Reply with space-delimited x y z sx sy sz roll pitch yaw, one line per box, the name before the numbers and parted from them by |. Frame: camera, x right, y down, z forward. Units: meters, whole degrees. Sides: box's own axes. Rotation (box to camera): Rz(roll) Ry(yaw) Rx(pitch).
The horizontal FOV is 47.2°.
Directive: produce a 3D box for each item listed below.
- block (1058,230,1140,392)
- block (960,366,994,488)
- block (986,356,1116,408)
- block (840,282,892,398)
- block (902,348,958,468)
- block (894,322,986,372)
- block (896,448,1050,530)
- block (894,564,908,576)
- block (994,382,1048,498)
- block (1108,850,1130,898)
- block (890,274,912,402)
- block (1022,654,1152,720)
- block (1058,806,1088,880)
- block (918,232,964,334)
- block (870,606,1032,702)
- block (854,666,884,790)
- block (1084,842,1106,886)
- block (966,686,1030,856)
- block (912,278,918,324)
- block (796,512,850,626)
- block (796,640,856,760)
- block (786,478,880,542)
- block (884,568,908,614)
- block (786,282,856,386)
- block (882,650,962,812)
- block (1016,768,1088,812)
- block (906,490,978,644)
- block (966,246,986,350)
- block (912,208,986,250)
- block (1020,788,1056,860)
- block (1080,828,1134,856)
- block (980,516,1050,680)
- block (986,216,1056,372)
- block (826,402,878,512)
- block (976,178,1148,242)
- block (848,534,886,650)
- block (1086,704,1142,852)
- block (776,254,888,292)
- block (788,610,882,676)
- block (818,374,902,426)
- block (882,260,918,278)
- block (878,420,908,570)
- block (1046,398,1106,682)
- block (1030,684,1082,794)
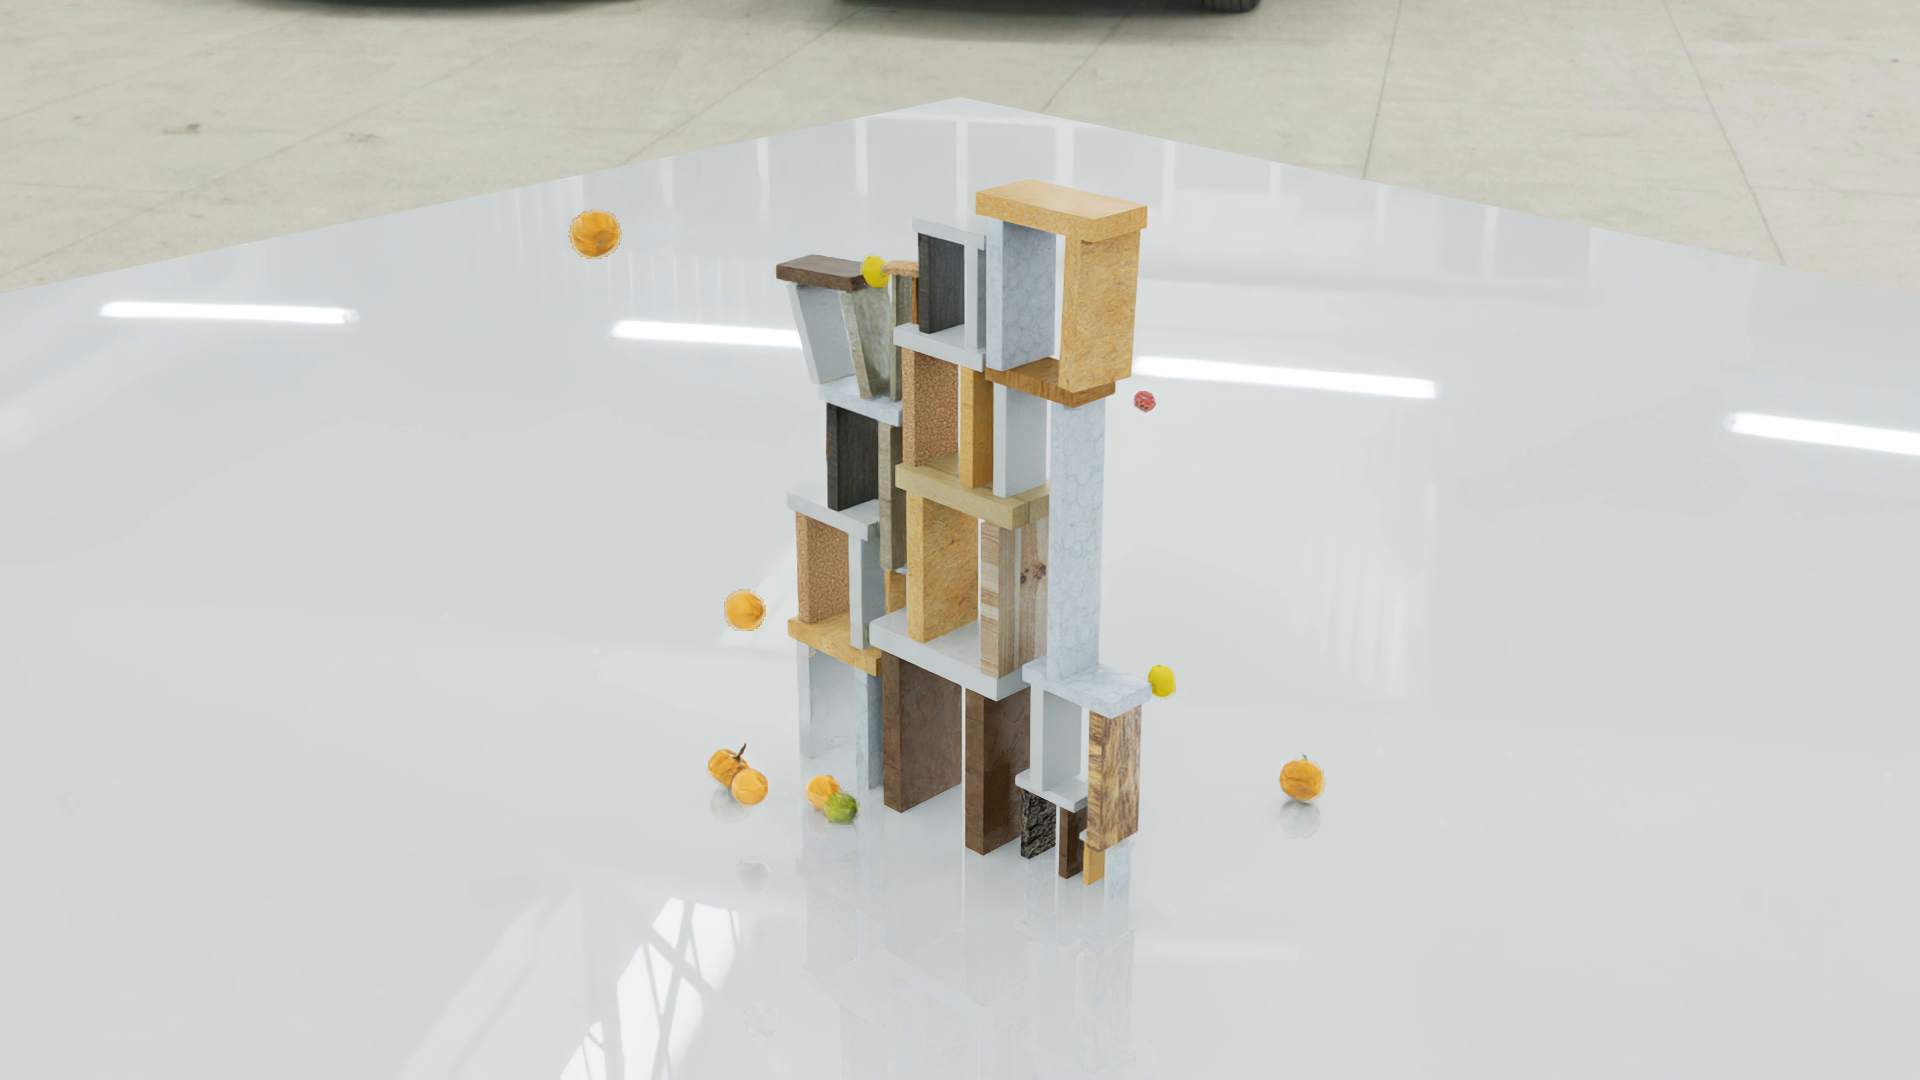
block | 0.241 -0.402 3.800 0.137 0.274 0.039 -17 31 -36
block | 0.053 -0.222 4.065 0.116 0.231 0.033 -21 31 -40
block | 0.160 -0.289 3.923 0.108 0.031 0.217 -21 31 -40
block | -0.166 -0.386 4.240 0.029 0.204 0.102 1 18 42
block | -0.056 -0.265 4.166 0.116 0.231 0.033 -21 31 -40
block | -0.002 -0.365 4.064 0.116 0.033 0.231 -21 31 -41
block | 0.040 -0.101 4.130 0.153 0.043 0.307 -21 31 -40
block | -0.105 0.051 4.352 0.095 0.014 0.048 20 31 39
block | 0.110 -0.194 4.017 0.108 0.217 0.031 -21 31 -40
block | 0.302 0.626 4.164 0.047 0.095 0.013 -21 31 -40
block | -0.110 -0.391 4.175 0.013 0.263 0.047 22 33 36
block | 0.234 0.264 4.084 0.111 0.031 0.222 -21 31 -40
block | 0.225 0.569 4.226 0.076 0.152 0.022 -20 30 -39
block | -0.033 -0.482 4.058 0.027 0.187 0.094 21 31 40
block | 0.007 0.209 4.307 0.351 0.050 0.175 21 31 41
block | -0.151 0.369 4.545 0.135 0.270 0.038 -20 30 -38
block | 0.257 0.609 4.205 0.013 0.095 0.047 22 31 40
block | 0.090 0.425 4.309 0.050 0.351 0.175 21 31 41
block | -0.069 -0.454 4.111 0.013 0.094 0.047 21 31 41
block | -0.279 0.042 4.557 0.124 0.248 0.035 -21 31 -40
block | -0.280 0.318 4.665 0.038 0.270 0.135 21 31 41
block | -0.223 -0.065 4.446 0.124 0.035 0.248 -21 31 -40
block | -0.127 0.135 4.414 0.014 0.188 0.048 19 30 40
block | -0.269 -0.417 4.335 0.102 0.204 0.029 -21 11 -37
block | -0.076 0.361 4.461 0.050 0.351 0.175 21 31 41
block | 0.188 0.474 4.226 0.152 0.022 0.076 21 31 41
block | -0.033 0.032 4.266 0.043 0.307 0.153 21 31 40
block | 0.054 -0.448 3.977 0.094 0.187 0.027 -21 31 -40
block | 0.010 -0.563 3.976 0.094 0.027 0.187 -21 31 -40
block | 0.154 0.540 4.292 0.076 0.152 0.022 -20 30 -39
block | 0.278 0.568 4.163 0.095 0.013 0.047 20 30 39
block | 0.105 0.092 4.125 0.043 0.307 0.153 19 29 37
block | 0.109 -0.450 3.912 0.137 0.274 0.039 -21 31 -40
block | -0.213 -0.179 4.382 0.112 0.224 0.032 -21 31 -40
block | 0.173 -0.570 3.792 0.274 0.039 0.137 21 30 40
block | -0.166 0.088 4.447 0.124 0.248 0.035 -21 31 -41
block | 0.288 0.432 4.098 0.111 0.288 0.031 -21 31 -41
block | -0.248 -0.518 4.267 0.204 0.029 0.102 15 27 40
block | -0.216 0.201 4.546 0.135 0.038 0.270 -21 31 -41
block | -0.158 -0.275 4.282 0.224 0.032 0.112 21 31 40
block | -0.092 -0.504 4.088 0.094 0.013 0.047 9 26 20
block | -0.108 -0.100 4.300 0.032 0.305 0.112 19 30 38
block | 0.210 -0.006 3.987 0.108 0.541 0.031 -21 30 -40
block | 0.183 0.360 4.183 0.031 0.222 0.111 21 31 40
